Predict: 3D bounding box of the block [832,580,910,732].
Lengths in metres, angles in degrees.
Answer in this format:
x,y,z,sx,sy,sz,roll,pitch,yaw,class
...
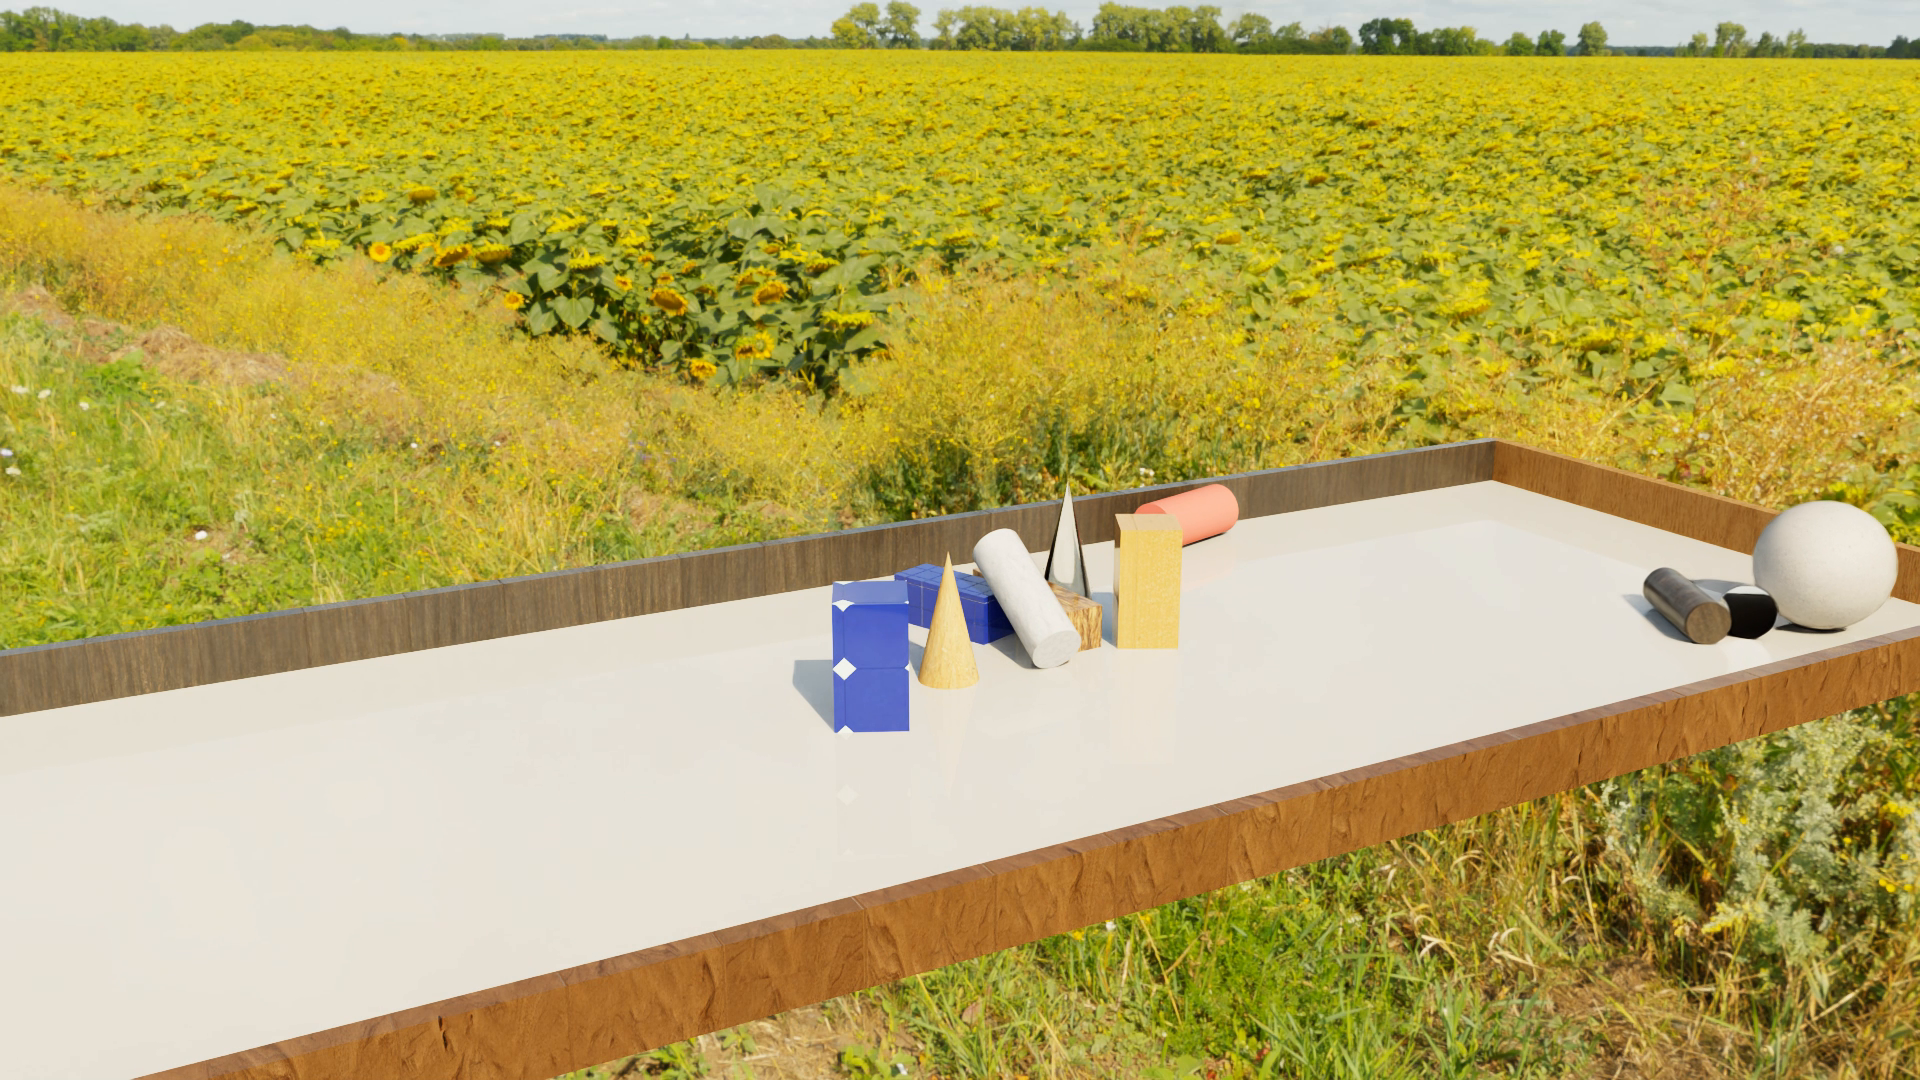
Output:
x,y,z,sx,sy,sz,roll,pitch,yaw,class
-0.209,0.272,3.874,0.174,0.313,0.174,-1,16,-3,block

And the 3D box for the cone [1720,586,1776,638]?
x,y,z,sx,sy,sz,roll,pitch,yaw,class
2.207,0.174,4.636,0.143,0.143,0.435,7,8,23,cone

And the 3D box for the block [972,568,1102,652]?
x,y,z,sx,sy,sz,roll,pitch,yaw,class
0.206,0.183,4.525,0.117,0.117,0.452,-10,19,-31,block

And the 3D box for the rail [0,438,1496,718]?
x,y,z,sx,sy,sz,roll,pitch,yaw,class
-3.305,0.497,3.399,12.000,0.150,0.050,-9,18,-27,rail

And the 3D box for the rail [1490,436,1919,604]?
x,y,z,sx,sy,sz,roll,pitch,yaw,class
2.466,-0.048,5.253,0.050,0.150,2.100,-9,18,-27,rail

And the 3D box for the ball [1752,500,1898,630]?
x,y,z,sx,sy,sz,roll,pitch,yaw,class
2.357,0.068,4.500,0.352,0.352,0.352,0,16,0,ball

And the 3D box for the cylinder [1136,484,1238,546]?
x,y,z,sx,sy,sz,roll,pitch,yaw,class
0.727,-0.070,5.306,0.161,0.161,0.346,16,23,43,cylinder

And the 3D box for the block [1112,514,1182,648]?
x,y,z,sx,sy,sz,roll,pitch,yaw,class
0.498,0.109,4.403,0.161,0.327,0.161,0,16,0,block

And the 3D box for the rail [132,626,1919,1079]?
x,y,z,sx,sy,sz,roll,pitch,yaw,class
-2.336,1.006,1.665,12.000,0.150,0.050,-9,18,-27,rail

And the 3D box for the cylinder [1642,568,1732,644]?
x,y,z,sx,sy,sz,roll,pitch,yaw,class
1.997,0.178,4.541,0.117,0.117,0.323,1,16,2,cylinder

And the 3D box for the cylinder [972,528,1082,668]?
x,y,z,sx,sy,sz,roll,pitch,yaw,class
0.172,0.150,4.316,0.137,0.137,0.387,-8,45,-25,cylinder

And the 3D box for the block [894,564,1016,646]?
x,y,z,sx,sy,sz,roll,pitch,yaw,class
-0.016,0.173,4.530,0.324,0.133,0.133,14,21,39,block

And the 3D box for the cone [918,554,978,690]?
x,y,z,sx,sy,sz,roll,pitch,yaw,class
-0.029,0.188,4.119,0.155,0.335,0.155,0,16,0,cone

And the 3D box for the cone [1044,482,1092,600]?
x,y,z,sx,sy,sz,roll,pitch,yaw,class
0.299,0.014,4.629,0.167,0.382,0.167,0,17,0,cone
